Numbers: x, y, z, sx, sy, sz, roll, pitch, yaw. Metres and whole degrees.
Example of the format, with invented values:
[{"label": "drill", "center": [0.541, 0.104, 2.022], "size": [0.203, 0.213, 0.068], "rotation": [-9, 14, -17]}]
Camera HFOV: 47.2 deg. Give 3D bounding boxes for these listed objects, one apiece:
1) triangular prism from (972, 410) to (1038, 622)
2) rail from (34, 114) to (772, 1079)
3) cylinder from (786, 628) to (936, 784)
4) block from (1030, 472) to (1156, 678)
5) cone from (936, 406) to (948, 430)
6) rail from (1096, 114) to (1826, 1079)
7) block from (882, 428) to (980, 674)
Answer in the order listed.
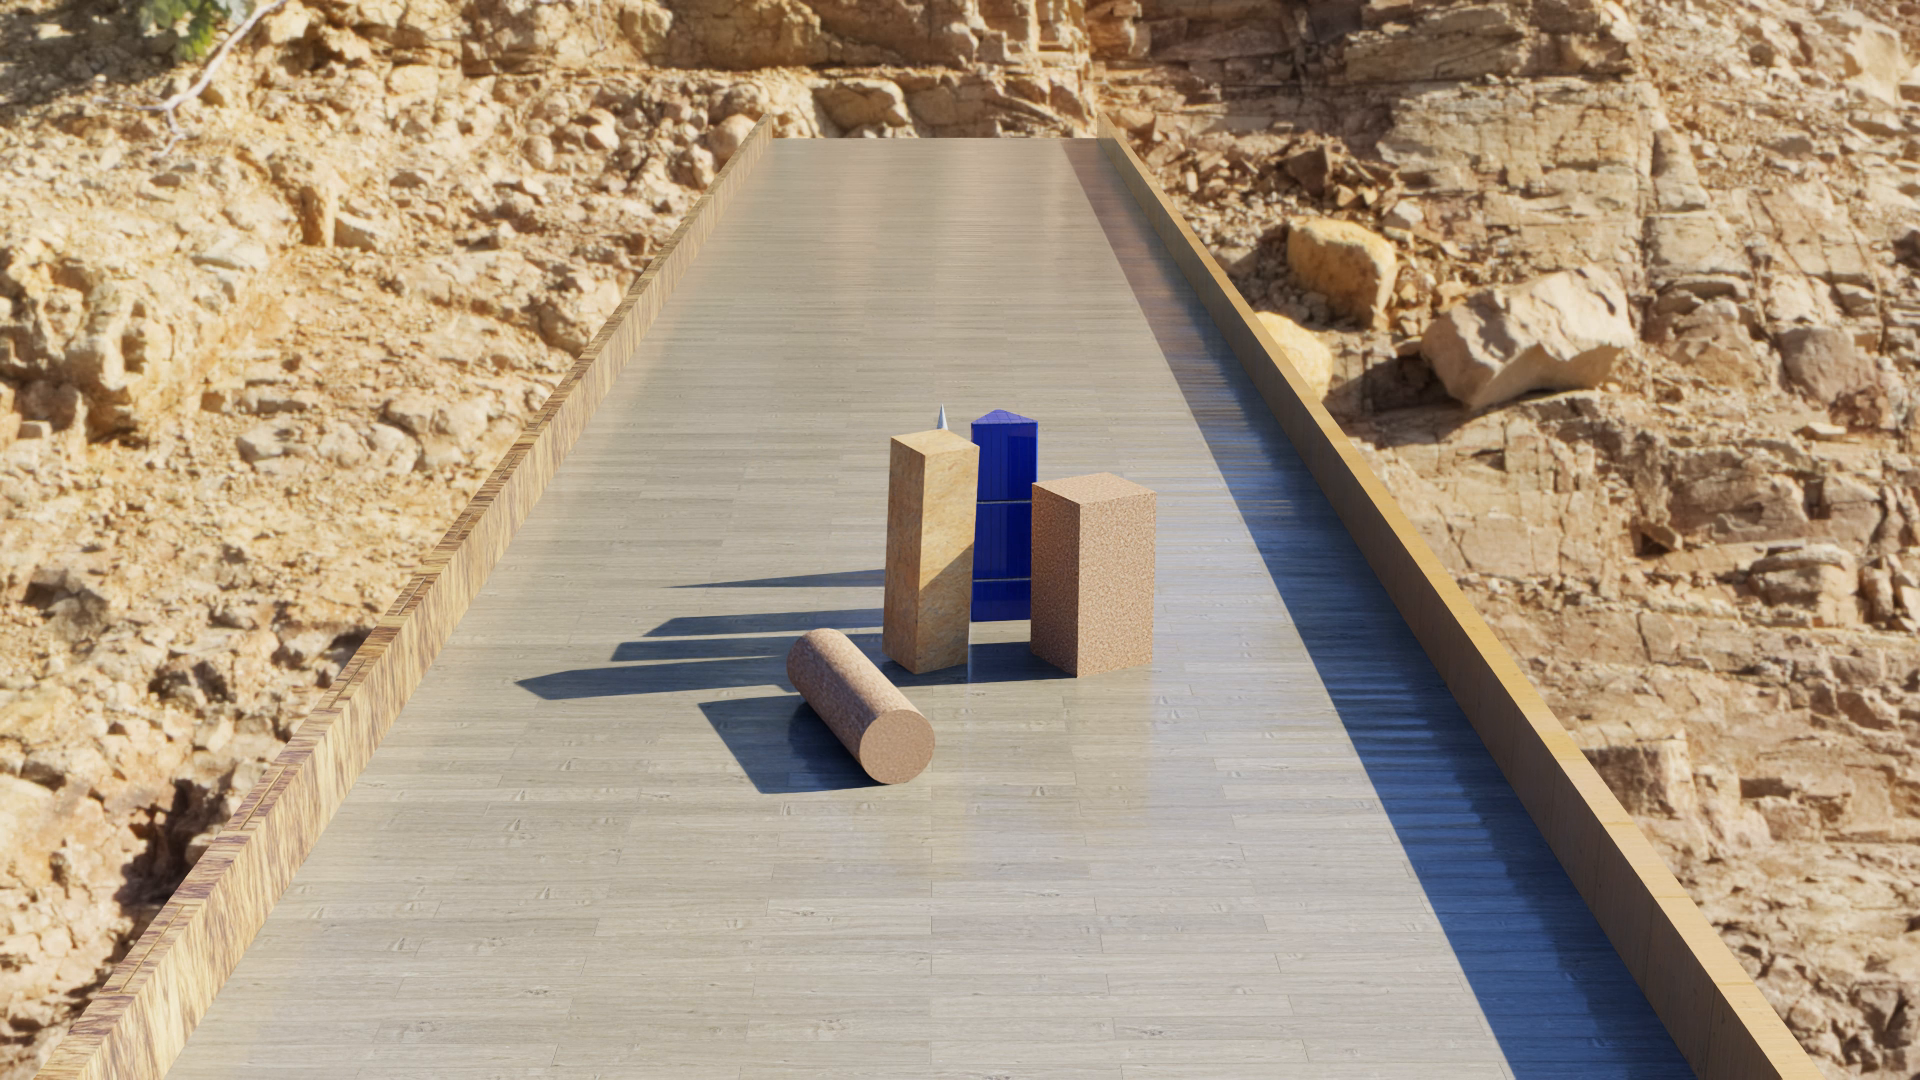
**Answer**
[{"label": "triangular prism", "center": [0.086, -0.053, 4.652], "size": [0.137, 0.430, 0.119], "rotation": [-2, 17, -5]}, {"label": "rail", "center": [-1.118, -0.838, 7.780], "size": [0.050, 0.150, 12.000], "rotation": [0, 17, -1]}, {"label": "cylinder", "center": [-0.186, 0.295, 3.994], "size": [0.137, 0.137, 0.458], "rotation": [-6, 18, -19]}, {"label": "block", "center": [0.264, 0.067, 4.381], "size": [0.177, 0.354, 0.177], "rotation": [-9, 19, -28]}, {"label": "cone", "center": [-0.040, -0.112, 4.903], "size": [0.165, 0.399, 0.165], "rotation": [0, 17, 0]}, {"label": "rail", "center": [0.932, -0.844, 7.801], "size": [0.050, 0.150, 12.000], "rotation": [0, 17, -1]}, {"label": "block", "center": [-0.060, 0.023, 4.333], "size": [0.124, 0.456, 0.124], "rotation": [-11, 25, -32]}]
